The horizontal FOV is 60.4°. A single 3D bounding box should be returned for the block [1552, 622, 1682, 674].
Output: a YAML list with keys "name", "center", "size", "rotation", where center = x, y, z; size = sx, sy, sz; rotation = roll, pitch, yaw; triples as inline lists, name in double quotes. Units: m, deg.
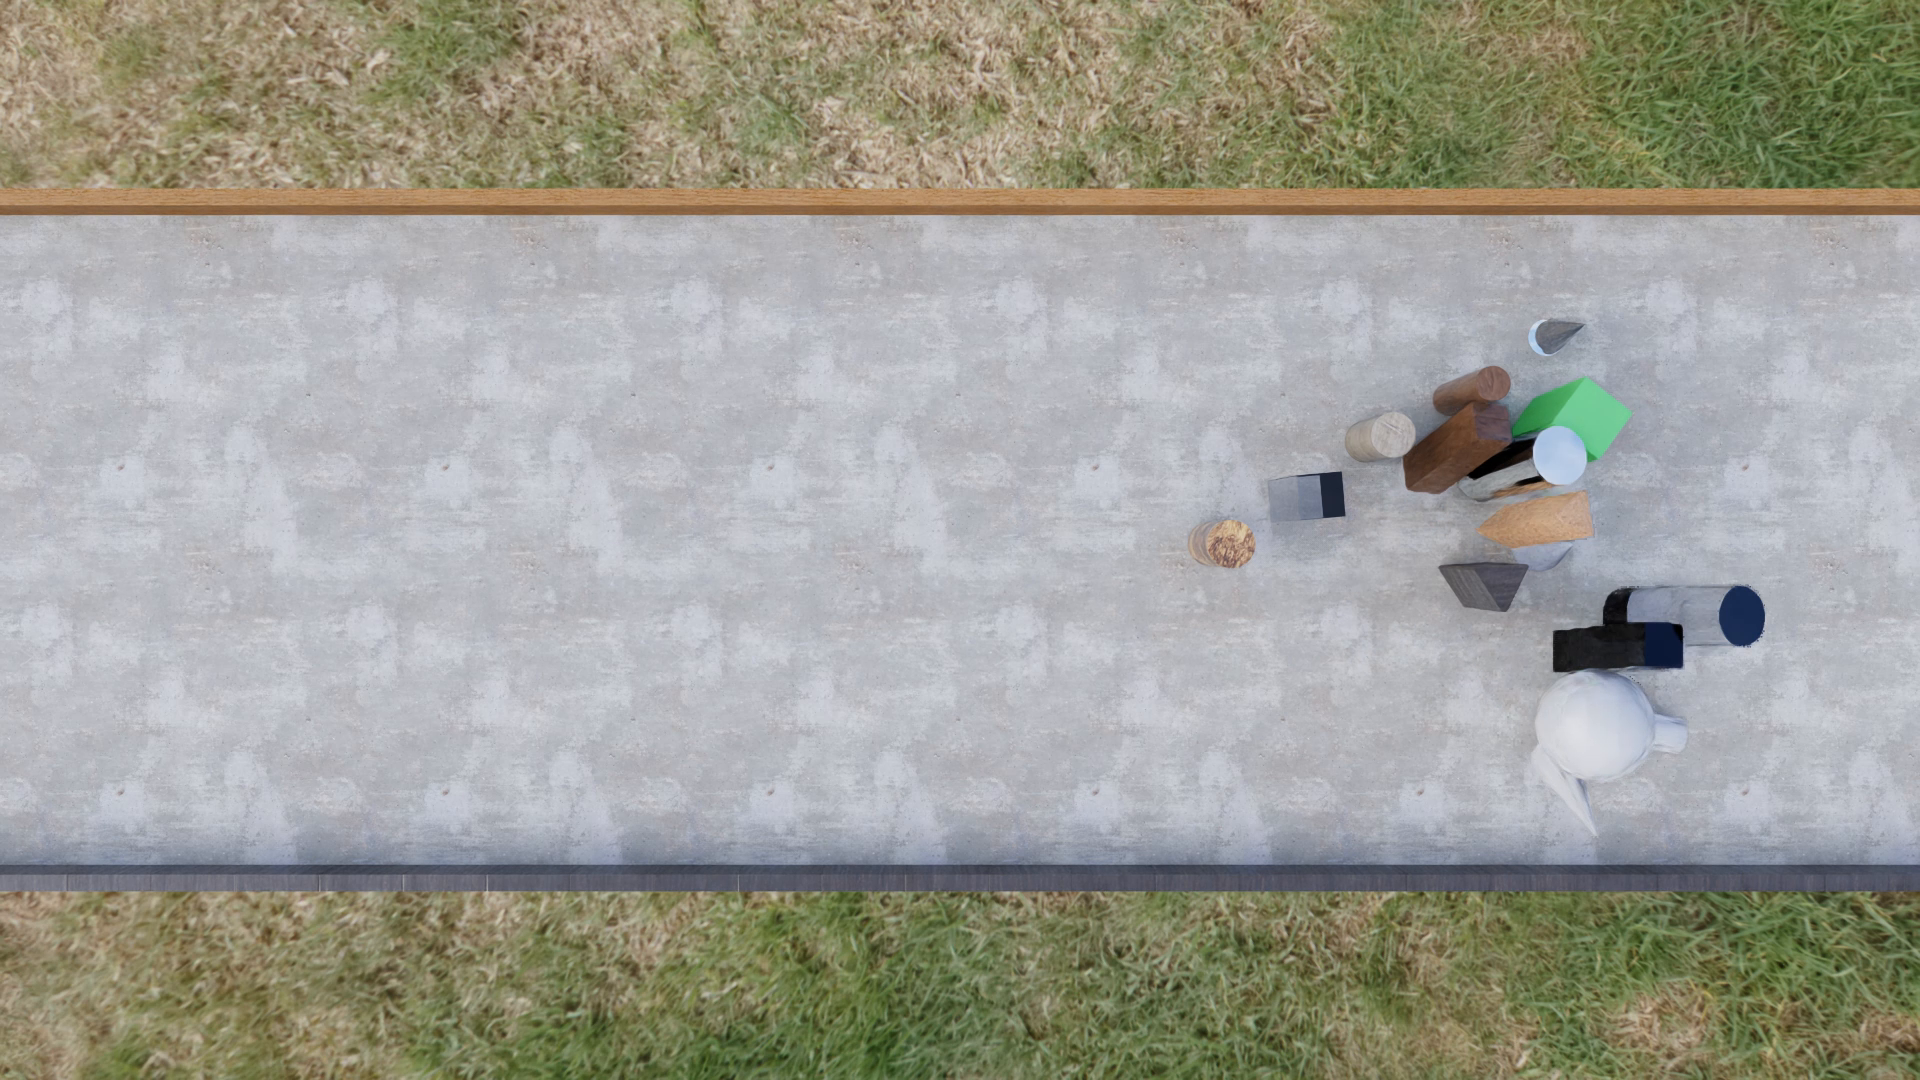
- name: "block"
  center: [1.928, 0.321, 4.853]
  size: [0.126, 0.417, 0.126]
  rotation: [4, 82, -16]

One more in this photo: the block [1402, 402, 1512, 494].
- name: "block"
  center: [1.463, -0.268, 4.871]
  size: [0.114, 0.381, 0.114]
  rotation: [6, 67, -16]

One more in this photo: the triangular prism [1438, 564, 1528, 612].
- name: "triangular prism"
  center: [1.568, 0.108, 4.891]
  size: [0.131, 0.371, 0.151]
  rotation: [-34, 90, 0]

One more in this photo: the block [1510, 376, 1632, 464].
- name: "block"
  center: [1.793, -0.333, 4.887]
  size: [0.171, 0.363, 0.171]
  rotation: [38, 84, 0]

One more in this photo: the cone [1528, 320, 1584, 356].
- name: "cone"
  center: [1.806, -0.624, 4.918]
  size: [0.113, 0.317, 0.113]
  rotation: [0, 90, 0]

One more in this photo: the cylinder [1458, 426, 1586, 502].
- name: "cylinder"
  center: [1.644, -0.219, 4.850]
  size: [0.168, 0.427, 0.168]
  rotation: [1, 85, -12]

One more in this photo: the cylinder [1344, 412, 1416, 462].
- name: "cylinder"
  center: [1.249, -0.303, 4.915]
  size: [0.130, 0.324, 0.130]
  rotation: [0, 90, 0]

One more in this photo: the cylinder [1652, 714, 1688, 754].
- name: "cylinder"
  center: [2.030, 0.568, 5.022]
  size: [0.325, 0.108, 0.108]
  rotation: [11, 90, 0]

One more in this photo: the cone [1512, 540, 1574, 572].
- name: "cone"
  center: [1.780, 0.012, 4.924]
  size: [0.171, 0.301, 0.171]
  rotation: [0, 90, 1]

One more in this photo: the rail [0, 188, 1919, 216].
- name: "rail"
  center: [-2.247, -1.025, 5.002]
  size: [12.000, 0.150, 0.050]
  rotation: [0, 90, 0]

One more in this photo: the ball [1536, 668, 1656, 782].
- name: "ball"
  center: [1.843, 0.537, 4.789]
  size: [0.327, 0.327, 0.327]
  rotation: [0, 90, 0]

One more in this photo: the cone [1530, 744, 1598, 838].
- name: "cone"
  center: [1.821, 0.755, 4.880]
  size: [0.147, 0.370, 0.147]
  rotation: [-1, 122, -1]

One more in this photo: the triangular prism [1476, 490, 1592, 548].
- name: "triangular prism"
  center: [1.705, -0.072, 4.864]
  size: [0.132, 0.416, 0.114]
  rotation: [24, 80, -10]

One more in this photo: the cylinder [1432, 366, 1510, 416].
- name: "cylinder"
  center: [1.507, -0.438, 4.873]
  size: [0.101, 0.404, 0.101]
  rotation: [0, 88, -1]

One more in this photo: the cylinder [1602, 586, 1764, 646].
- name: "cylinder"
  center: [2.115, 0.223, 4.839]
  size: [0.171, 0.443, 0.171]
  rotation: [1, 88, -22]

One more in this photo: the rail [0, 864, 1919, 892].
- name: "rail"
  center: [-2.247, 1.025, 5.001]
  size: [12.000, 0.150, 0.050]
  rotation: [0, 90, 0]

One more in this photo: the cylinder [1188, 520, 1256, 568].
- name: "cylinder"
  center: [0.769, 0.012, 4.874]
  size: [0.137, 0.405, 0.137]
  rotation: [0, 90, 0]

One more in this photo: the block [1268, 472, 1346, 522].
- name: "block"
  center: [1.015, -0.124, 4.855]
  size: [0.127, 0.443, 0.127]
  rotation: [-5, 90, 0]
